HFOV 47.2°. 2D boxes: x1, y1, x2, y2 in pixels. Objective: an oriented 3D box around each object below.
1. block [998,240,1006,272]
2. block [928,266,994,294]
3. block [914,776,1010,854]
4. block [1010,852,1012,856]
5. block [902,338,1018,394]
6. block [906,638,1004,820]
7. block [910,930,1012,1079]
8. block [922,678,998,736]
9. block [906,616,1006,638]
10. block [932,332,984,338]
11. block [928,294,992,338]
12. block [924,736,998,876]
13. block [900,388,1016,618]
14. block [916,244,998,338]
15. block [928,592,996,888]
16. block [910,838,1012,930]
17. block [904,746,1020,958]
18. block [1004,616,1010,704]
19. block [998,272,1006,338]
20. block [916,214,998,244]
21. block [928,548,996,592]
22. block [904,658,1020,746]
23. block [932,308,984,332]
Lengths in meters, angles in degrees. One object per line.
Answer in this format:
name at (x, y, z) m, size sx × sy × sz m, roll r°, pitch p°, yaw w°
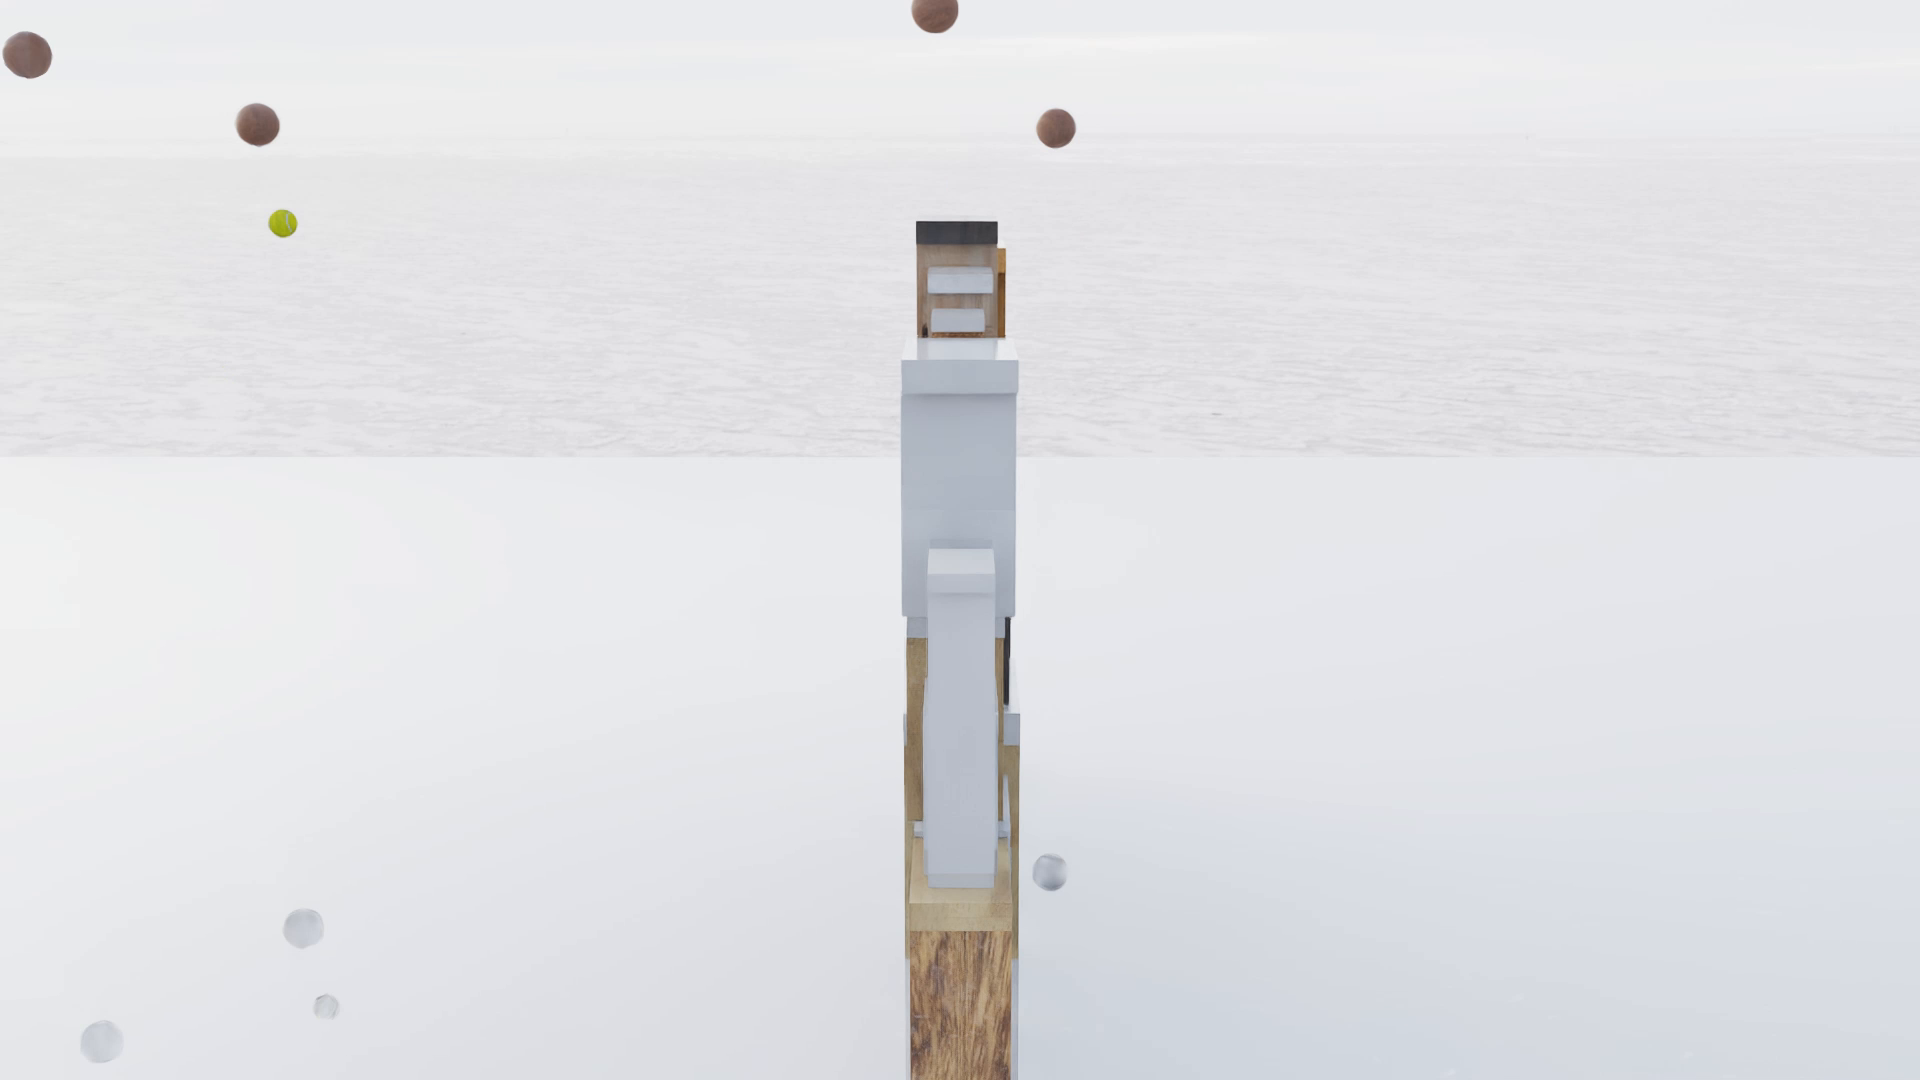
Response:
block at (0.005, -0.535, 4.138) m, size 0.157 × 0.044 × 0.314 m, roll 0°, pitch 11°, yaw 0°
block at (0.001, -0.427, 3.602) m, size 0.104 × 0.030 × 0.209 m, roll 0°, pitch 11°, yaw 0°
block at (0.004, 0.395, 3.158) m, size 0.133 × 0.038 × 0.266 m, roll 0°, pitch 11°, yaw 0°
block at (0.004, 0.560, 3.099) m, size 0.133 × 0.266 × 0.038 m, roll 0°, pitch 11°, yaw 0°
block at (0.000, -0.240, 3.008) m, size 0.153 × 0.043 × 0.305 m, roll 0°, pitch 11°, yaw 0°
block at (-0.007, 0.257, 3.063) m, size 0.134 × 0.268 × 0.038 m, roll 0°, pitch 11°, yaw 0°
block at (0.001, 0.612, 2.838) m, size 0.130 × 0.259 × 0.037 m, roll 0°, pitch 11°, yaw 0°
block at (0.001, 0.220, 2.908) m, size 0.097 × 0.027 × 0.194 m, roll 0°, pitch 11°, yaw 0°
block at (-0.006, 0.090, 3.124) m, size 0.134 × 0.038 × 0.268 m, roll 0°, pitch 11°, yaw 0°
block at (-0.003, -0.212, 3.394) m, size 0.081 × 0.223 × 0.023 m, roll 0°, pitch 11°, yaw 0°
block at (0.001, -0.297, 3.556) m, size 0.104 × 0.209 × 0.030 m, roll 0°, pitch 11°, yaw 0°
block at (0.001, 0.340, 2.865) m, size 0.097 × 0.193 × 0.027 m, roll 0°, pitch 11°, yaw 0°
block at (-0.002, -0.051, 2.941) m, size 0.153 × 0.305 × 0.043 m, roll 0°, pitch 11°, yaw 0°
block at (-0.005, -0.371, 3.771) m, size 0.138 × 0.275 × 0.039 m, roll 0°, pitch 11°, yaw 0°
block at (0.002, 0.252, 2.798) m, size 0.085 × 0.390 × 0.024 m, roll 0°, pitch 11°, yaw 0°
block at (0.001, 0.451, 2.896) m, size 0.130 × 0.037 × 0.259 m, roll 0°, pitch 11°, yaw 0°
block at (0.003, 0.468, 3.372) m, size 0.175 × 0.349 × 0.049 m, roll 0°, pitch 11°, yaw 0°
block at (0.002, 0.103, 3.317) m, size 0.144 × 0.288 × 0.041 m, roll 0°, pitch 11°, yaw 0°
block at (0.005, -0.340, 4.068) m, size 0.157 × 0.314 × 0.044 m, roll 0°, pitch 11°, yaw 0°
block at (-0.004, -0.542, 3.833) m, size 0.138 × 0.039 × 0.275 m, roll 0°, pitch 11°, yaw 0°
block at (0.002, 0.039, 2.815) m, size 0.085 × 0.024 × 0.169 m, roll 0°, pitch 11°, yaw 0°
block at (0.003, 0.250, 3.450) m, size 0.175 × 0.049 × 0.349 m, roll 0°, pitch 11°, yaw 0°
block at (-0.003, -0.343, 3.424) m, size 0.081 × 0.023 × 0.162 m, roll 0°, pitch 11°, yaw 0°
